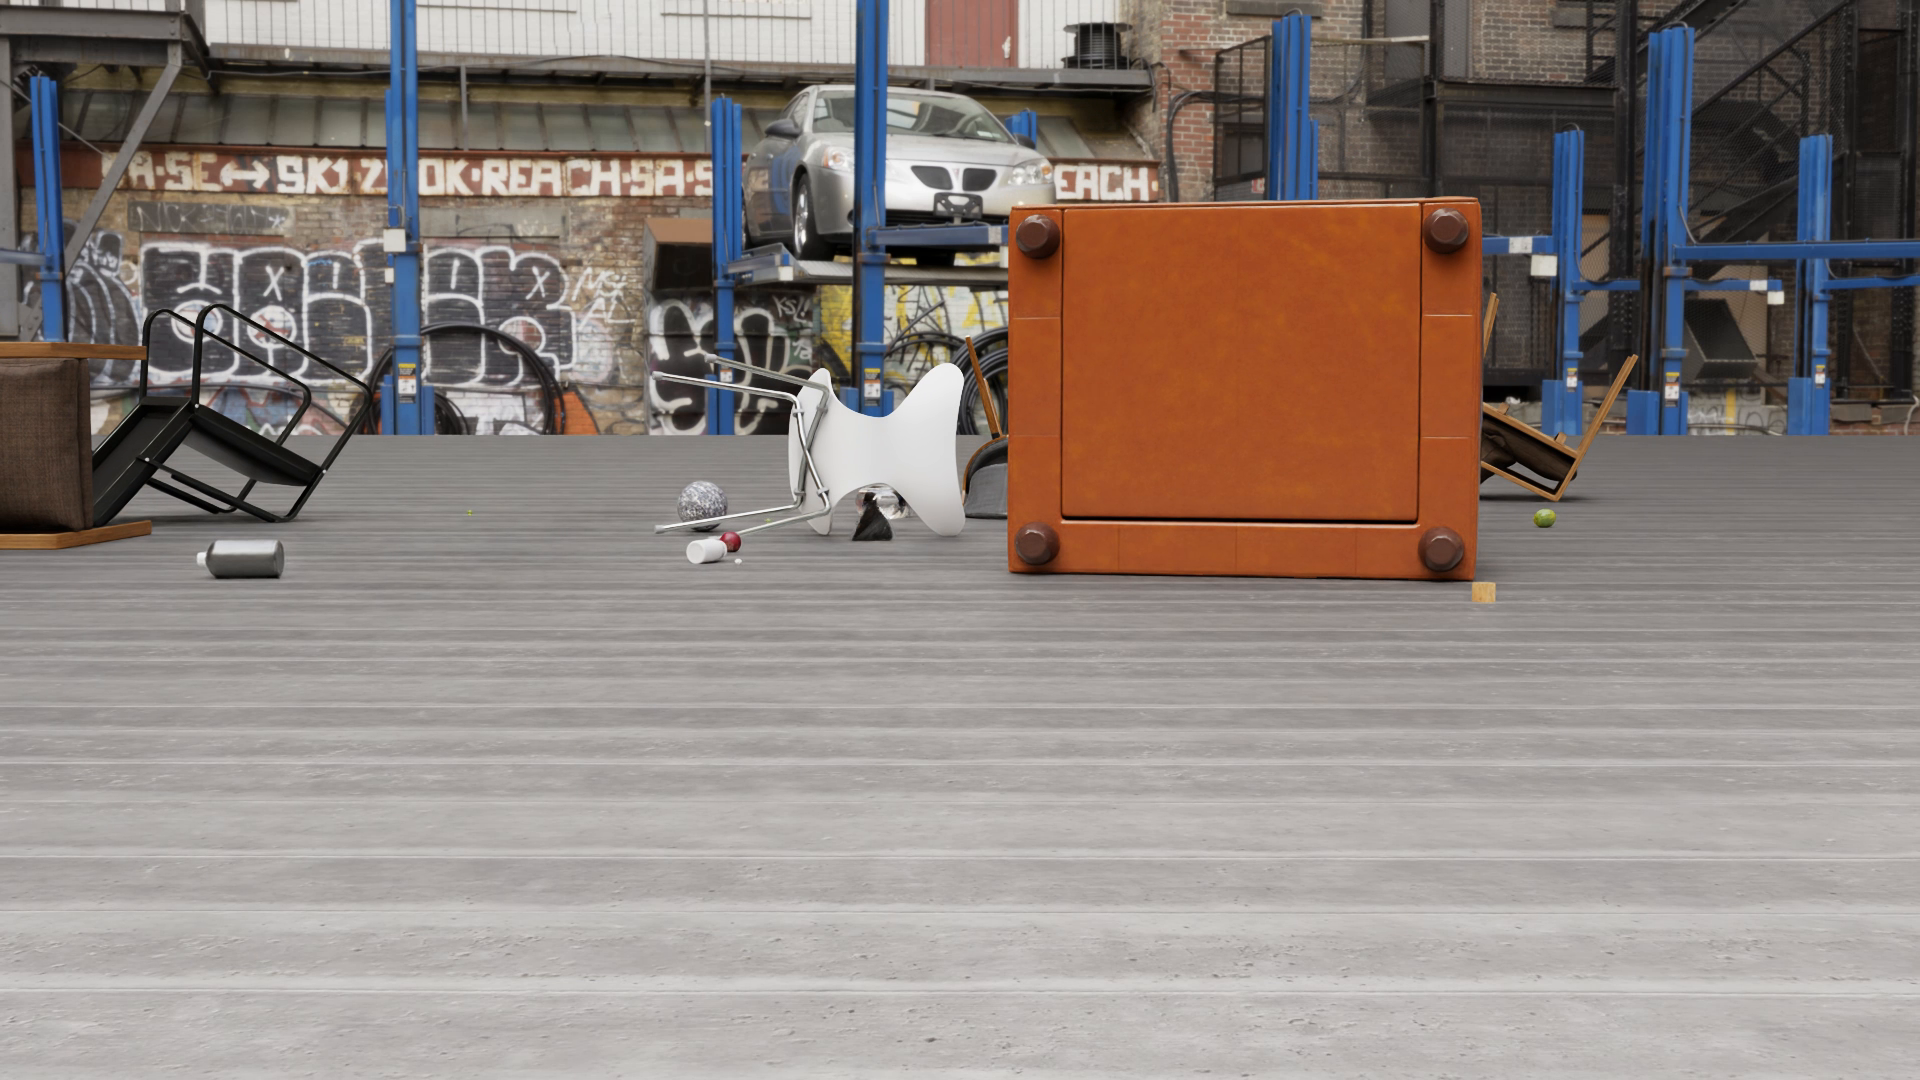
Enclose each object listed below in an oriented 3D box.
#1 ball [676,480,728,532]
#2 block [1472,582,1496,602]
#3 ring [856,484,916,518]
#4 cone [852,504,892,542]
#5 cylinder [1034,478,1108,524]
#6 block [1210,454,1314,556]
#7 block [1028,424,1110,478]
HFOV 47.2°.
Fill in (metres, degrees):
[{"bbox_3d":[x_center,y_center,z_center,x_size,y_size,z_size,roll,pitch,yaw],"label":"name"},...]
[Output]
[{"bbox_3d":[-0.812,-0.107,6.932,0.160,0.160,0.160,0,4,0],"label":"ball"},{"bbox_3d":[1.106,0.110,4.645,0.035,0.040,0.033,-2,4,-24],"label":"block"},{"bbox_3d":[-0.261,-0.133,7.695,0.207,0.110,0.269,0,5,10],"label":"ring"},{"bbox_3d":[-0.280,-0.024,6.489,0.105,0.127,0.154,-36,-10,-19],"label":"cone"},{"bbox_3d":[0.374,-0.135,7.430,0.248,0.148,0.137,1,4,14],"label":"cylinder"},{"bbox_3d":[0.833,-0.099,6.038,0.238,0.249,0.182,2,10,23],"label":"block"},{"bbox_3d":[0.380,-0.308,7.594,0.173,0.123,0.205,29,20,34],"label":"block"}]
